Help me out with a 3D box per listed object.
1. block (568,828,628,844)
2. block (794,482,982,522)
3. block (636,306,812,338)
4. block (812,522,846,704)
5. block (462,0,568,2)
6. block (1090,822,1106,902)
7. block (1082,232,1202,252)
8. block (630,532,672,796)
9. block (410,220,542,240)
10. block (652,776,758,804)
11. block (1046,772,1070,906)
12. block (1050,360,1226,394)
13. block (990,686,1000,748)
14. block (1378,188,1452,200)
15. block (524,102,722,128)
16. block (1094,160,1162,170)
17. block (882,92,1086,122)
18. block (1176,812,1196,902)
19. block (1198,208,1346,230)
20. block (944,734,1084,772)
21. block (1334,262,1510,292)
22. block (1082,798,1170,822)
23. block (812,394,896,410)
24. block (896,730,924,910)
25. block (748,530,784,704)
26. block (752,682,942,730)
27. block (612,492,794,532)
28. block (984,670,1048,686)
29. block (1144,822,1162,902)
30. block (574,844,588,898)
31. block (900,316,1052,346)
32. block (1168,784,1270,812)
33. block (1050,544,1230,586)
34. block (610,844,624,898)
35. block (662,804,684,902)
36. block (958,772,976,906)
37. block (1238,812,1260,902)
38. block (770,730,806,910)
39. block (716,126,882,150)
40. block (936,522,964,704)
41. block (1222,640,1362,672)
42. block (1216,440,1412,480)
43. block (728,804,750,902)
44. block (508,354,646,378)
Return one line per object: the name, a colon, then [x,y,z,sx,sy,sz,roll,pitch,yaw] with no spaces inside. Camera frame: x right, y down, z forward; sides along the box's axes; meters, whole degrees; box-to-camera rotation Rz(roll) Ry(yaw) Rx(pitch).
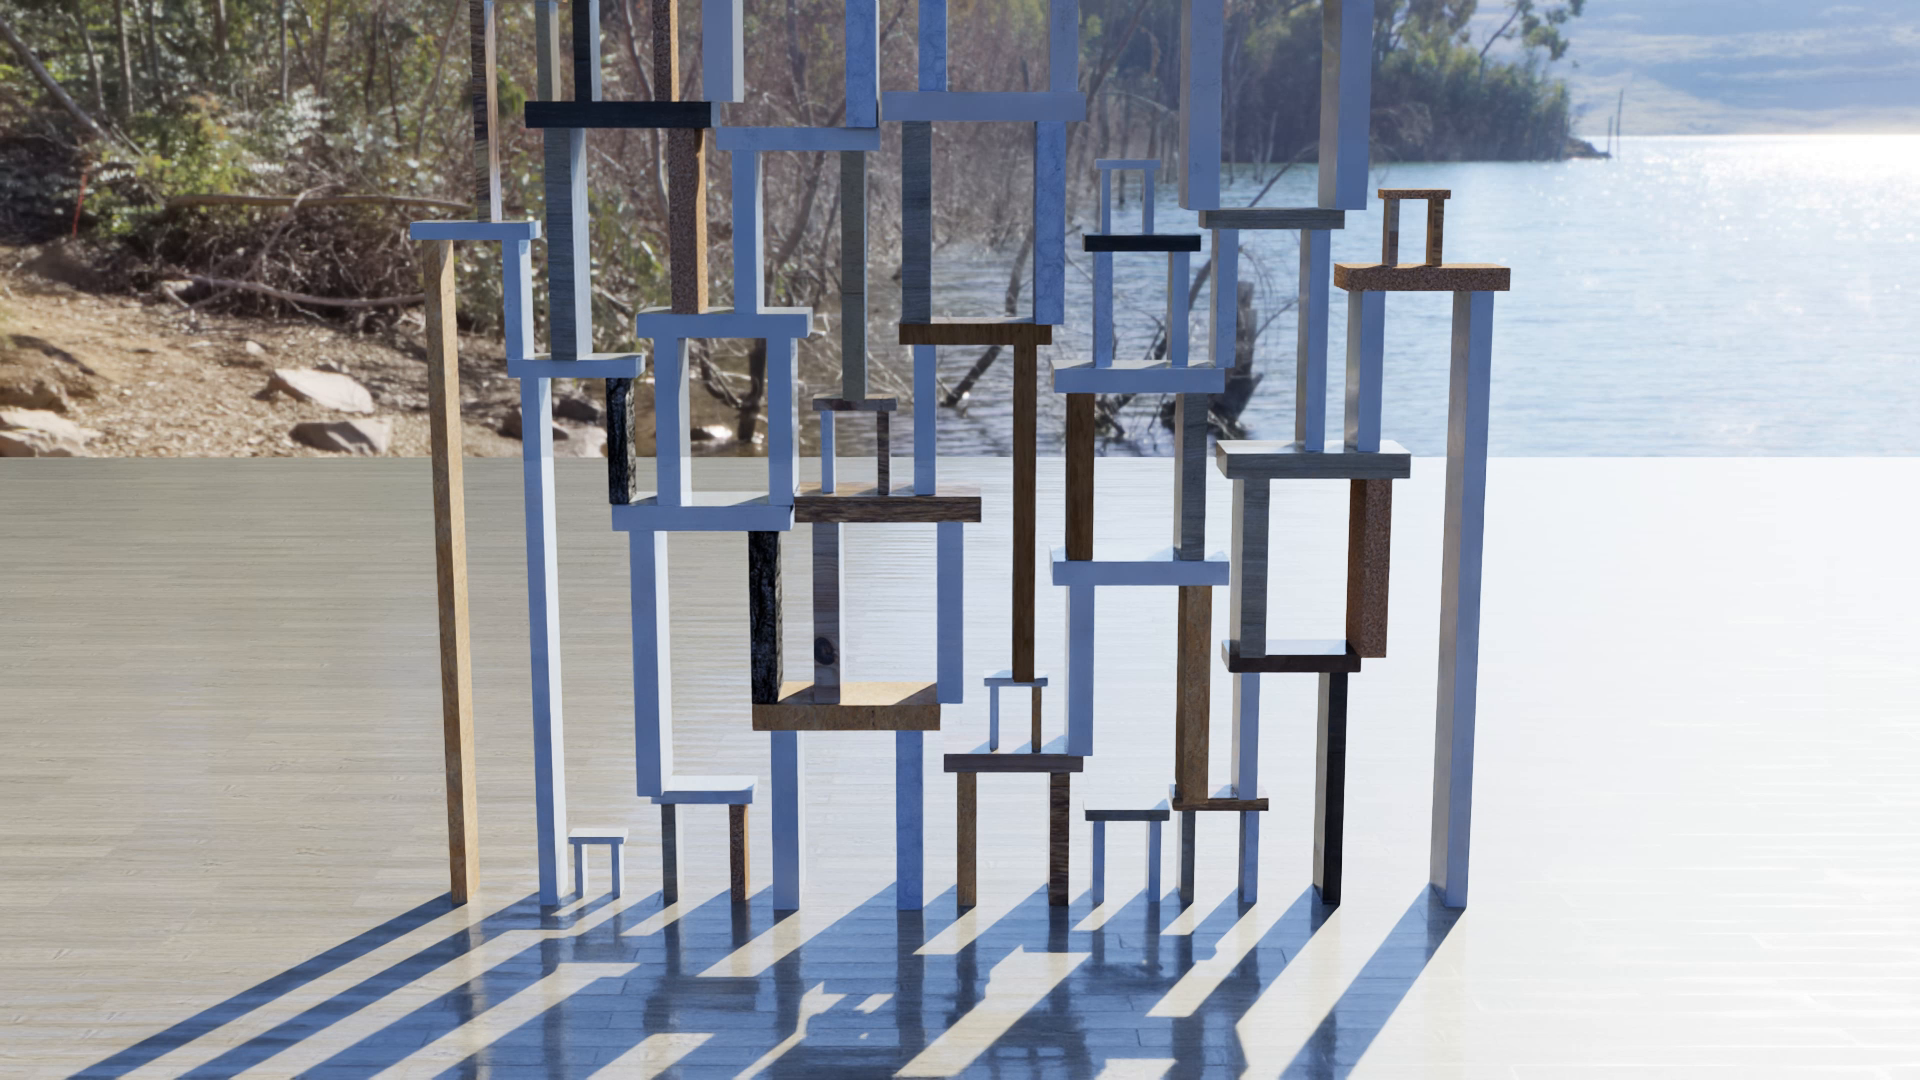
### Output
block: [-0.601,0.492,3.656,0.092,0.013,0.046,0,11,0]
block: [-0.114,-0.062,3.551,0.296,0.042,0.148,0,11,0]
block: [-0.372,-0.346,3.496,0.265,0.038,0.133,0,11,0]
block: [-0.213,0.104,3.582,0.042,0.296,0.148,0,11,0]
block: [-0.690,-0.844,3.403,0.152,0.022,0.076,0,11,0]
block: [0.228,0.523,3.652,0.020,0.139,0.069,0,11,0]
block: [0.286,-0.471,3.475,0.181,0.026,0.090,0,11,0]
block: [-0.504,0.188,3.594,0.040,0.438,0.141,0,11,0]
block: [-0.763,-0.489,3.469,0.186,0.026,0.093,0,11,0]
block: [-0.422,0.414,3.641,0.166,0.024,0.083,0,11,0]
block: [0.162,0.479,3.647,0.032,0.227,0.113,0,11,0]
block: [0.281,-0.261,3.511,0.267,0.038,0.134,0,11,0]
block: [0.056,0.285,3.608,0.015,0.104,0.052,0,11,0]
block: [0.714,-0.544,3.457,0.104,0.015,0.052,0,11,0]
block: [-0.523,-0.664,3.434,0.284,0.040,0.142,0,11,0]
block: [0.263,-0.590,3.455,0.101,0.014,0.050,0,10,0]
block: [0.037,-0.676,3.432,0.311,0.044,0.155,0,11,0]
block: [0.375,0.513,3.652,0.022,0.157,0.078,0,11,0]
block: [0.489,-0.507,3.464,0.216,0.031,0.108,0,11,0]
block: [0.087,0.352,3.623,0.227,0.032,0.113,0,11,0]
block: [0.729,-0.416,3.479,0.253,0.036,0.126,0,11,0]
block: [0.275,0.445,3.637,0.139,0.020,0.069,0,11,0]
block: [-0.168,-0.220,3.514,0.132,0.019,0.066,0,11,-1]
block: [-0.082,0.442,3.640,0.043,0.302,0.151,0,11,0]
block: [-0.315,0.112,3.580,0.040,0.283,0.141,0,11,0]
block: [-0.183,0.272,3.608,0.302,0.043,0.151,0,11,0]
block: [-0.410,-0.047,3.550,0.283,0.040,0.141,0,11,0]
block: [0.091,0.226,3.598,0.104,0.015,0.052,0,11,0]
block: [0.321,0.523,3.652,0.020,0.139,0.069,0,11,0]
block: [-0.632,0.544,3.665,0.013,0.092,0.046,0,11,0]
block: [0.024,-0.333,3.497,0.239,0.034,0.119,0,11,0]
block: [0.427,0.426,3.636,0.157,0.022,0.078,0,11,0]
block: [0.288,0.040,3.564,0.281,0.040,0.140,0,11,0]
block: [-0.570,0.544,3.665,0.013,0.092,0.046,0,11,0]
block: [-0.478,0.507,3.659,0.024,0.167,0.083,0,11,0]
block: [0.011,0.479,3.647,0.032,0.227,0.113,0,11,0]
block: [0.479,0.513,3.652,0.022,0.157,0.078,0,11,0]
block: [-0.284,0.442,3.640,0.043,0.302,0.151,0,11,0]
block: [-0.250,-0.628,3.440,0.250,0.035,0.125,0,11,-1]
block: [-0.016,0.104,3.582,0.042,0.296,0.148,0,11,0]
block: [0.540,0.189,3.596,0.213,0.030,0.107,0,11,0]
block: [0.564,-0.129,3.531,0.290,0.041,0.145,0,11,0]
block: [-0.367,0.507,3.659,0.024,0.167,0.083,0,11,0]
block: [-0.610,-0.278,3.504,0.202,0.029,0.101,0,11,0]
